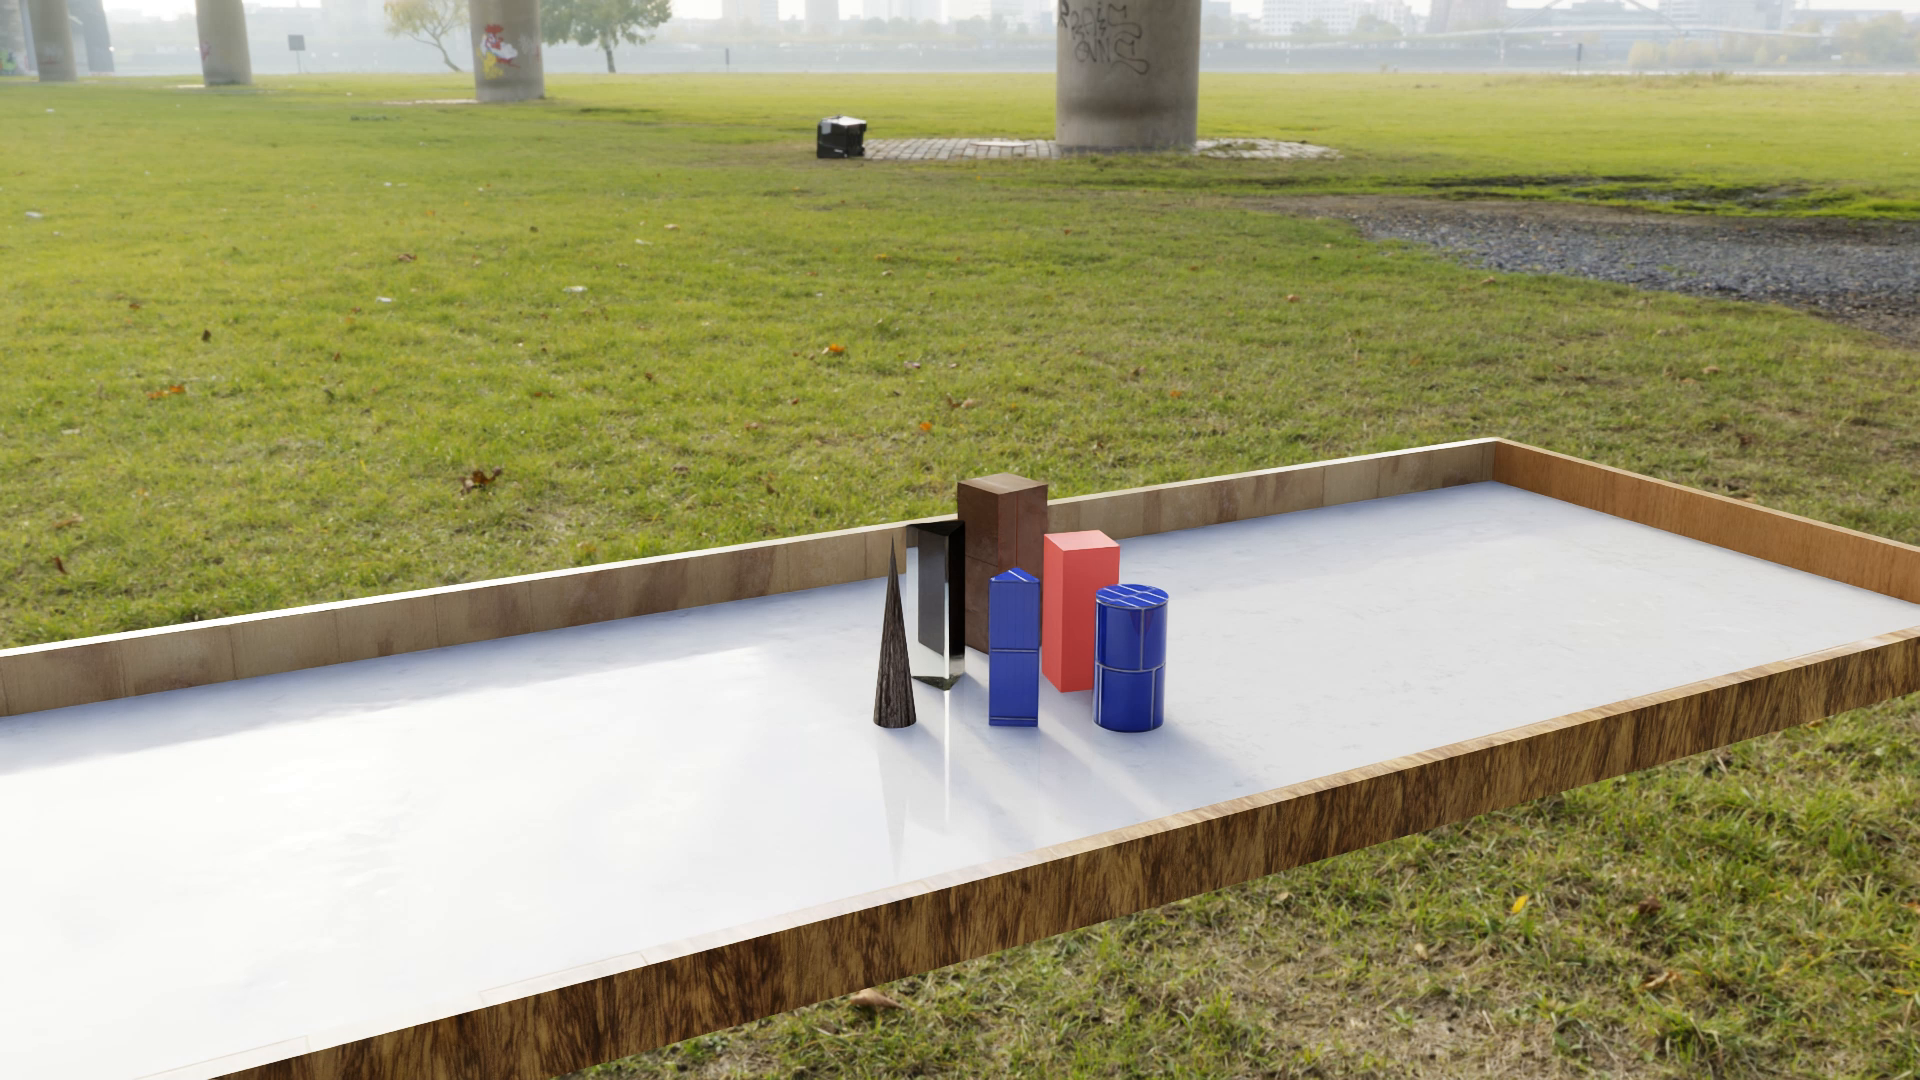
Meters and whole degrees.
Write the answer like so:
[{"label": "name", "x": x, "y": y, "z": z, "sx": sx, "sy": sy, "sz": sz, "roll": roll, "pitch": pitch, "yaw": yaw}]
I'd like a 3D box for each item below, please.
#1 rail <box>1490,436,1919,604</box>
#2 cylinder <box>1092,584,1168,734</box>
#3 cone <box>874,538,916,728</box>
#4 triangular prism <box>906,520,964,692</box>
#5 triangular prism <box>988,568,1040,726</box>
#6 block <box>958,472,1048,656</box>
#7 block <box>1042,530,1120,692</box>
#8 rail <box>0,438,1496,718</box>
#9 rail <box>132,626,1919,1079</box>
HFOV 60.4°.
[{"label": "rail", "x": 2.466, "y": -0.048, "z": 5.253, "sx": 0.050, "sy": 0.150, "sz": 2.100, "roll": -9, "pitch": 18, "yaw": -27}, {"label": "cylinder", "x": 0.399, "y": 0.276, "z": 3.866, "sx": 0.169, "sy": 0.310, "sz": 0.169, "roll": 0, "pitch": 16, "yaw": 0}, {"label": "cone", "x": -0.154, "y": 0.206, "z": 3.841, "sx": 0.103, "sy": 0.459, "sz": 0.103, "roll": 0, "pitch": 16, "yaw": 0}, {"label": "triangular prism", "x": -0.036, "y": 0.155, "z": 4.119, "sx": 0.127, "sy": 0.399, "sz": 0.147, "roll": -15, "pitch": 22, "yaw": -41}, {"label": "triangular prism", "x": 0.129, "y": 0.250, "z": 3.867, "sx": 0.114, "sy": 0.359, "sz": 0.099, "roll": 1, "pitch": 16, "yaw": 4}, {"label": "block", "x": 0.110, "y": 0.064, "z": 4.350, "sx": 0.167, "sy": 0.443, "sz": 0.167, "roll": -13, "pitch": 21, "yaw": -37}, {"label": "block", "x": 0.299, "y": 0.176, "z": 4.106, "sx": 0.146, "sy": 0.366, "sz": 0.146, "roll": -5, "pitch": 17, "yaw": -15}, {"label": "rail", "x": -3.305, "y": 0.497, "z": 3.399, "sx": 12.000, "sy": 0.150, "sz": 0.050, "roll": -9, "pitch": 18, "yaw": -27}, {"label": "rail", "x": -2.336, "y": 1.006, "z": 1.665, "sx": 12.000, "sy": 0.150, "sz": 0.050, "roll": -9, "pitch": 18, "yaw": -27}]
